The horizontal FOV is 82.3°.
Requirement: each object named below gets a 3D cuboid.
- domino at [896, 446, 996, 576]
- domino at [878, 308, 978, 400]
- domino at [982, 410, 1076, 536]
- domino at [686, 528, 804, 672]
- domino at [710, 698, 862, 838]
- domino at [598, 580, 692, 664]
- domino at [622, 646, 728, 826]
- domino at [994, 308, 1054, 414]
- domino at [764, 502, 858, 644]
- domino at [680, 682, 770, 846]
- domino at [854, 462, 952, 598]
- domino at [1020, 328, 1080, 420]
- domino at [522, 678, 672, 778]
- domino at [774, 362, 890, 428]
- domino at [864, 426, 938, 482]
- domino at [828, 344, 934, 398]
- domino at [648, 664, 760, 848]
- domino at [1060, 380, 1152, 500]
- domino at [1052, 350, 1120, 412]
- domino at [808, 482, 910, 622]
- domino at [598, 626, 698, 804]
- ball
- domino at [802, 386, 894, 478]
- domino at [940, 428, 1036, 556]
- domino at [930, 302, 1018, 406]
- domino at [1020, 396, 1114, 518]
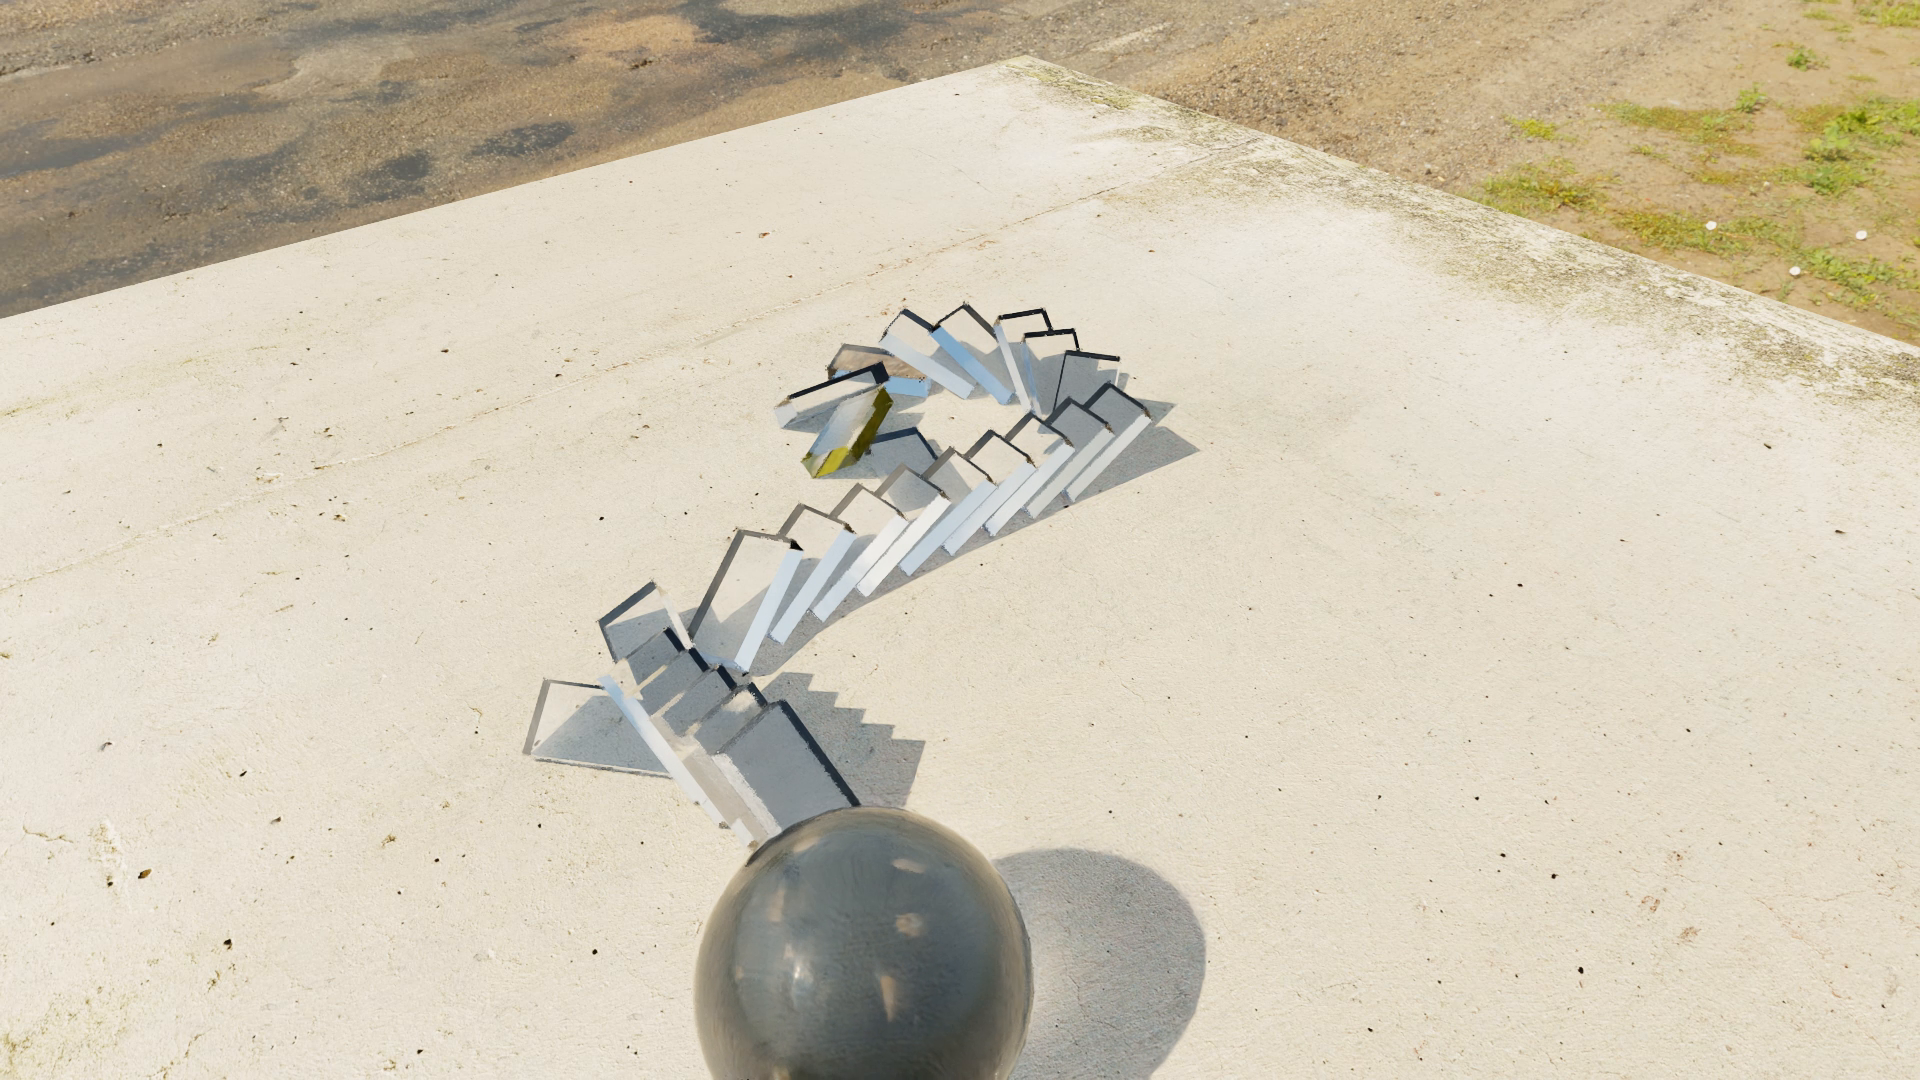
[{"bbox_3d":[-0.012,-0.012,0.440,0.050,0.010,0.025,-45,52,-7],"label":"domino"},{"bbox_3d":[-0.012,-0.091,0.539,0.050,0.009,0.025,32,43,-3],"label":"domino"},{"bbox_3d":[0.021,-0.028,0.459,0.050,0.010,0.025,-46,52,-5],"label":"domino"},{"bbox_3d":[-0.079,0.021,0.399,0.025,0.010,0.050,9,63,27],"label":"domino"},{"bbox_3d":[-0.048,0.075,0.325,0.009,0.050,0.025,-21,16,48],"label":"domino"},{"bbox_3d":[-0.109,0.039,0.388,0.025,0.010,0.050,-37,47,-3],"label":"domino"},{"bbox_3d":[-0.079,0.061,0.342,0.010,0.050,0.025,-21,16,48],"label":"domino"},{"bbox_3d":[0.036,-0.086,0.528,0.025,0.010,0.050,-13,73,-18],"label":"domino"},{"bbox_3d":[-0.063,0.012,0.411,0.025,0.010,0.050,22,70,31],"label":"domino"},{"bbox_3d":[-0.059,0.071,0.330,0.009,0.050,0.025,-21,16,48],"label":"domino"},{"bbox_3d":[-0.030,-0.004,0.431,0.025,0.009,0.050,35,79,35],"label":"domino"},{"bbox_3d":[0.046,-0.074,0.514,0.025,0.009,0.050,-7,72,-10],"label":"domino"},{"bbox_3d":[-0.114,0.062,0.360,0.050,0.009,0.025,6,68,7],"label":"domino"},{"bbox_3d":[-0.060,-0.068,0.515,0.050,0.009,0.025,-25,2,-27],"label":"domino"},{"bbox_3d":[-0.022,-0.030,0.480,0.025,0.010,0.050,-15,42,-17],"label":"domino"},{"bbox_3d":[-0.038,-0.085,0.547,0.050,0.010,0.025,9,40,10],"label":"domino"},{"bbox_3d":[-0.069,0.066,0.336,0.009,0.050,0.025,-21,16,48],"label":"domino"},{"bbox_3d":[0.056,-0.043,0.476,0.050,0.010,0.025,-45,56,-5],"label":"domino"},{"bbox_3d":[0.056,-0.060,0.495,0.025,0.009,0.050,10,75,11],"label":"domino"},{"bbox_3d":[-0.046,0.004,0.421,0.025,0.009,0.050,33,77,34],"label":"domino"},{"bbox_3d":[-0.088,0.056,0.349,0.010,0.050,0.025,-22,16,49],"label":"domino"},{"bbox_3d":[-0.022,0.104,0.261,0.080,0.080,0.080,0,39,0],"label":"ball"},{"bbox_3d":[-0.050,-0.049,0.494,0.025,0.010,0.050,-16,31,30],"label":"domino"},{"bbox_3d":[0.005,-0.020,0.450,0.050,0.009,0.025,-46,52,-6],"label":"domino"},{"bbox_3d":[0.012,-0.091,0.536,0.050,0.010,0.025,44,50,4],"label":"domino"},{"bbox_3d":[0.039,-0.035,0.467,0.050,0.010,0.025,-46,54,-5],"label":"domino"}]
